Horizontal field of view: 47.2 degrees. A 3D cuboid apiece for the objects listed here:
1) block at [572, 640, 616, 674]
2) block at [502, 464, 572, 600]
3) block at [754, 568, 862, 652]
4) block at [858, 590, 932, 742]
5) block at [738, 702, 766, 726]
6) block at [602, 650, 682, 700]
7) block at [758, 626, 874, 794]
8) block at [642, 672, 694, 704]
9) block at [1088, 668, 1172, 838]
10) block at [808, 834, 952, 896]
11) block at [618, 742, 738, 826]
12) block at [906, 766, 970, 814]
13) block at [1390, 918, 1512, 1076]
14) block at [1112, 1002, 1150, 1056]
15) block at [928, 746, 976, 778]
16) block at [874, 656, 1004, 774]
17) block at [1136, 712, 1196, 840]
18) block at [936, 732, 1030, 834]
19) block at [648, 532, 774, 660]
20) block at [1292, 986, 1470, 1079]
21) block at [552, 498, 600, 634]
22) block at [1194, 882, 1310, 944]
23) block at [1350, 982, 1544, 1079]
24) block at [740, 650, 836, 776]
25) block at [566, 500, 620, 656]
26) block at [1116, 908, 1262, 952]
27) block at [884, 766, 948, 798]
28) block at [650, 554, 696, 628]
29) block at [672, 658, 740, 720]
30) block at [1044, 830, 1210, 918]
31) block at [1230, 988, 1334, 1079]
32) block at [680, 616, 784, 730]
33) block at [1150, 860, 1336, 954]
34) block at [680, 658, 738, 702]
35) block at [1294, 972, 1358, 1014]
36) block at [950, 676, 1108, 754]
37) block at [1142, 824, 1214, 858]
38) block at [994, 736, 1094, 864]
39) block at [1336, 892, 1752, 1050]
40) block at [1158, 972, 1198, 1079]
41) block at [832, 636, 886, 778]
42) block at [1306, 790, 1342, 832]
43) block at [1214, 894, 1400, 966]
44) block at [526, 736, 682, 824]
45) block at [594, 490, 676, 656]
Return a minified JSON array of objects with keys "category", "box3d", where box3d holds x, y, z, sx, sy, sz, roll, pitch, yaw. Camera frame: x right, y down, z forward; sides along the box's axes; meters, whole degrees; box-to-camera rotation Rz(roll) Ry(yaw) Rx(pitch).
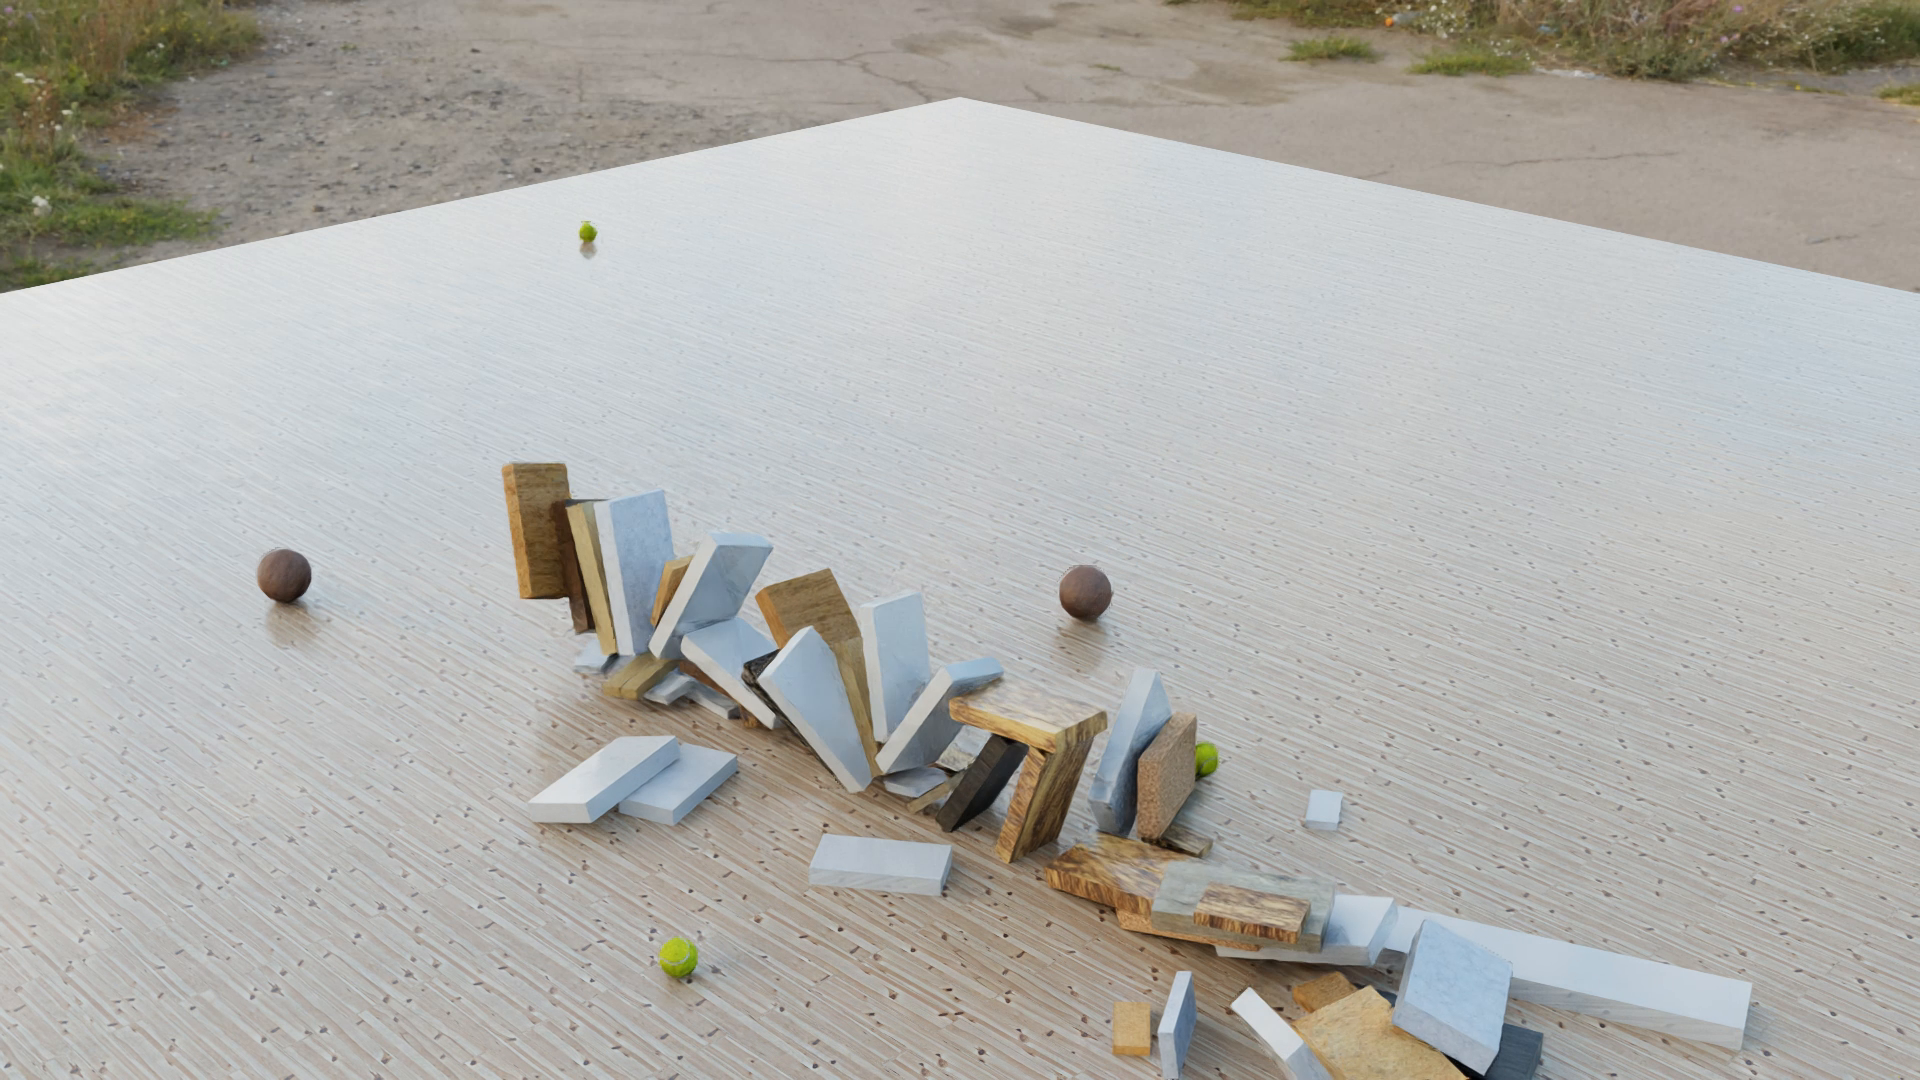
[{"category":"block","box3d":[-0.841,0.271,5.097,0.070,0.020,0.139,4,23,9]},{"category":"block","box3d":[-0.960,-0.020,5.066,0.044,0.309,0.154,-16,-9,40]},{"category":"block","box3d":[-0.271,0.261,4.639,0.175,0.391,0.049,-17,-16,-39]},{"category":"block","box3d":[-0.126,0.256,4.467,0.040,0.283,0.141,4,15,43]},{"category":"block","box3d":[-0.449,0.363,4.830,0.070,0.020,0.140,0,29,-14]},{"category":"block","box3d":[-0.712,0.300,4.929,0.090,0.025,0.179,4,26,28]},{"category":"block","box3d":[-0.262,0.347,4.490,0.045,0.315,0.157,-19,25,48]},{"category":"block","box3d":[-0.682,0.324,4.929,0.163,0.023,0.081,11,32,40]},{"category":"block","box3d":[0.340,0.429,4.369,0.045,0.158,0.315,7,54,25]},{"category":"block","box3d":[-0.152,0.626,4.240,0.256,0.036,0.128,4,23,9]},{"category":"block","box3d":[-0.579,0.502,4.532,0.128,0.036,0.256,10,25,23]},{"category":"block","box3d":[-0.036,0.502,4.418,0.078,0.022,0.156,-29,-5,-40]},{"category":"block","box3d":[0.829,0.761,3.696,0.168,0.048,0.336,29,21,9]},{"category":"block","box3d":[0.294,0.836,3.767,0.063,0.018,0.127,2,23,4]},{"category":"block","box3d":[-0.042,0.462,4.645,0.156,0.022,0.078,16,28,34]},{"category":"block","box3d":[-0.042,0.352,4.403,0.141,0.298,0.040,-7,52,-43]},{"category":"block","box3d":[0.415,0.467,4.395,0.045,0.158,0.315,4,14,18]},{"category":"block","box3d":[0.065,0.454,4.351,0.040,0.285,0.143,45,40,16]},{"category":"block","box3d":[-0.557,0.127,4.904,0.161,0.322,0.046,3,36,-46]},{"category":"block","box3d":[0.726,0.890,3.491,0.168,0.048,0.431,-18,39,-27]},{"category":"block","box3d":[-0.848,0.061,5.090,0.044,0.309,0.154,-17,-10,33]},{"category":"block","box3d":[0.508,0.647,3.819,0.183,0.026,0.091,8,30,22]},{"category":"block","box3d":[0.792,0.850,3.698,0.336,0.048,0.168,11,25,24]},{"category":"block","box3d":[-0.306,0.356,4.709,0.161,0.046,0.322,-21,53,-40]},{"category":"block","box3d":[-0.790,0.083,5.079,0.049,0.349,0.175,-17,-5,33]},{"category":"block","box3d":[0.450,0.672,4.014,0.299,0.042,0.149,2,25,41]},{"category":"block","box3d":[-0.091,0.490,4.481,0.078,0.022,0.156,-28,10,-21]},{"category":"block","box3d":[-0.638,0.115,4.960,0.090,0.179,0.025,-16,50,-40]},{"category":"block","box3d":[-0.587,0.328,4.959,0.081,0.023,0.322,-19,30,-38]},{"category":"block","box3d":[0.314,0.625,4.121,0.149,0.042,0.299,-29,23,-34]},{"category":"block","box3d":[0.540,0.833,3.443,0.042,0.297,0.148,-41,36,-6]},{"category":"block","box3d":[-0.451,0.291,4.844,0.161,0.046,0.322,-18,43,-42]},{"category":"block","box3d":[0.502,0.647,3.890,0.299,0.042,0.149,5,30,18]},{"category":"block","box3d":[-0.531,0.298,4.867,0.163,0.023,0.081,27,33,21]},{"category":"block","box3d":[0.654,0.801,3.709,0.091,0.026,0.183,-14,29,-23]},{"category":"block","box3d":[0.130,0.334,4.220,0.143,0.040,0.285,-21,24,-40]},{"category":"block","box3d":[0.429,0.594,4.338,0.127,0.018,0.063,15,27,32]},{"category":"block","box3d":[0.163,0.488,4.249,0.143,0.285,0.040,-21,50,-41]},{"category":"block","box3d":[0.998,0.758,3.920,0.771,0.042,0.148,10,25,22]},{"category":"block","box3d":[0.368,0.818,3.713,0.026,0.091,0.183,-2,22,17]},{"category":"block","box3d":[-0.158,0.333,4.528,0.141,0.283,0.040,-15,-4,-44]},{"category":"block","box3d":[0.737,0.546,4.451,0.063,0.018,0.127,5,24,13]},{"category":"block","box3d":[0.621,0.696,3.952,0.297,0.042,0.148,-3,25,33]},{"category":"block","box3d":[-0.725,0.488,4.500,0.154,0.044,0.309,-4,19,32]},{"category":"block","box3d":[-0.725,0.073,5.013,0.049,0.349,0.175,-3,9,38]}]
